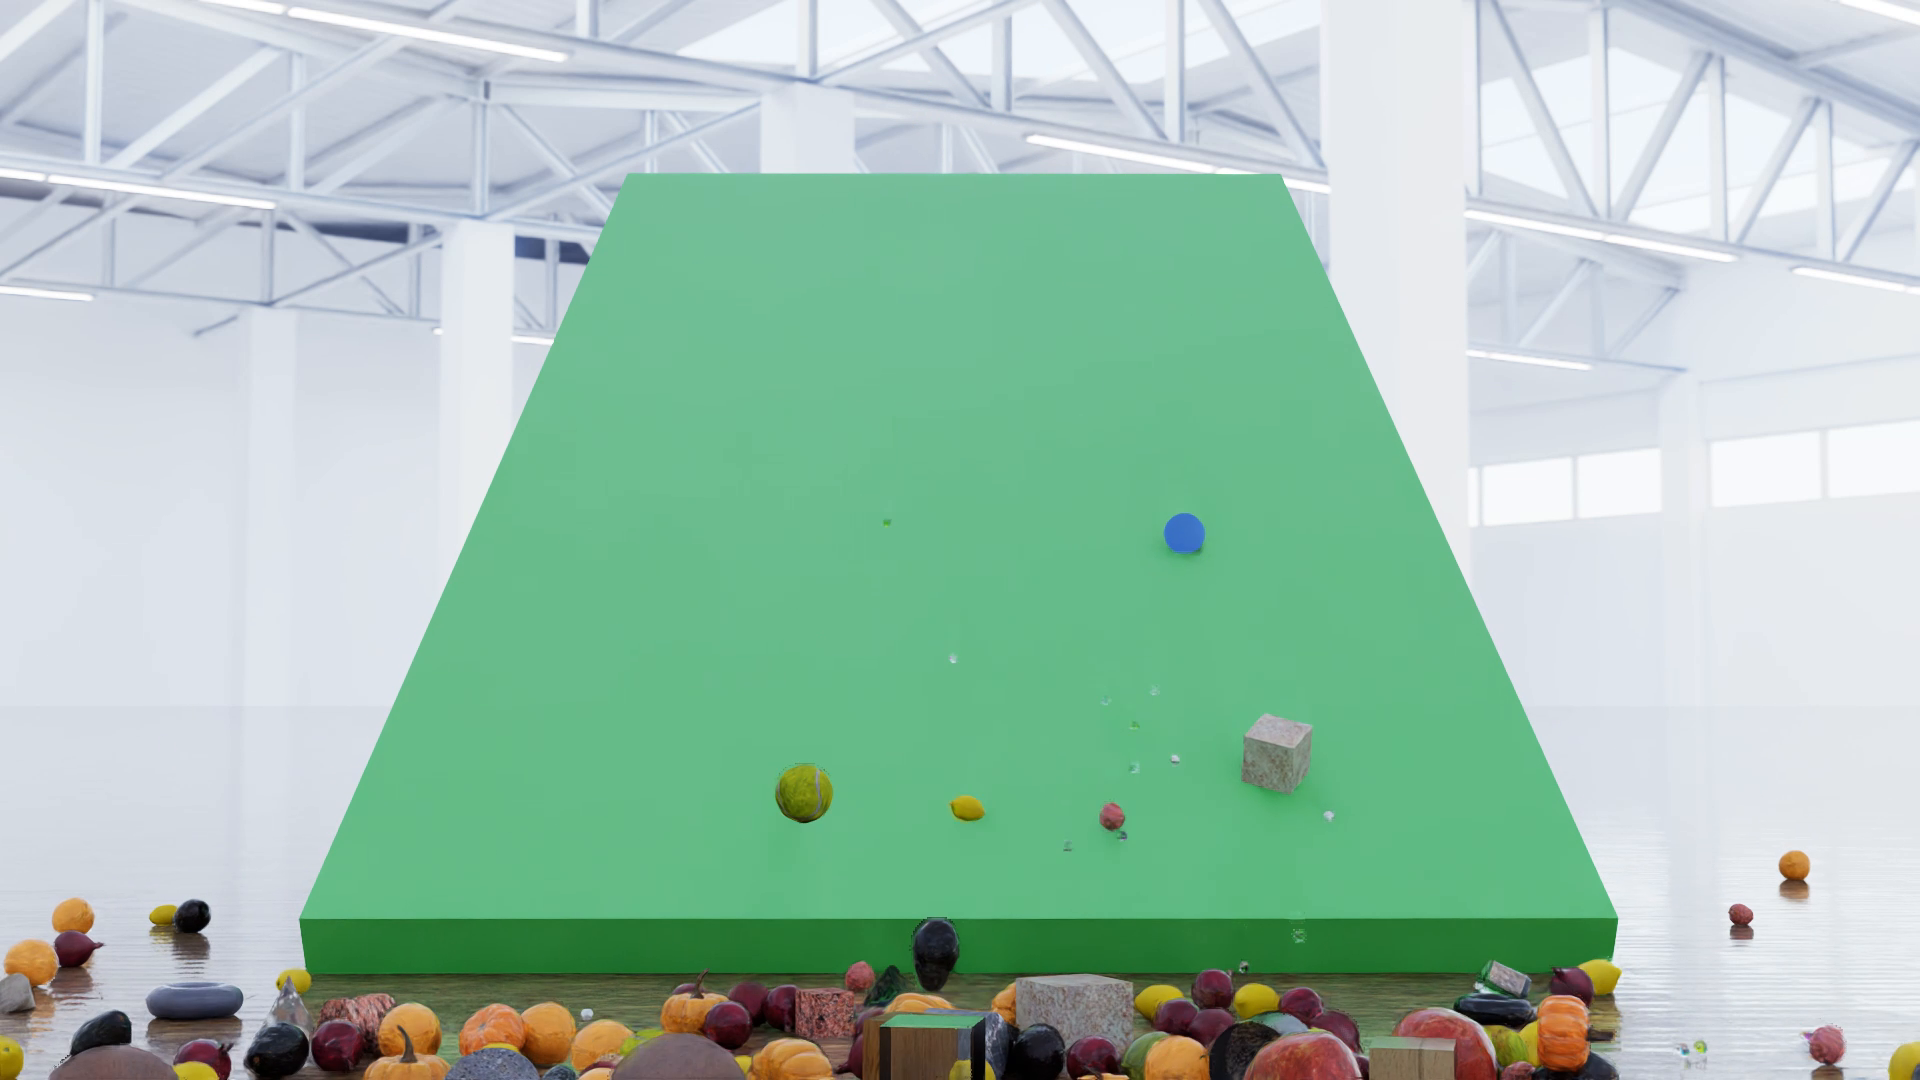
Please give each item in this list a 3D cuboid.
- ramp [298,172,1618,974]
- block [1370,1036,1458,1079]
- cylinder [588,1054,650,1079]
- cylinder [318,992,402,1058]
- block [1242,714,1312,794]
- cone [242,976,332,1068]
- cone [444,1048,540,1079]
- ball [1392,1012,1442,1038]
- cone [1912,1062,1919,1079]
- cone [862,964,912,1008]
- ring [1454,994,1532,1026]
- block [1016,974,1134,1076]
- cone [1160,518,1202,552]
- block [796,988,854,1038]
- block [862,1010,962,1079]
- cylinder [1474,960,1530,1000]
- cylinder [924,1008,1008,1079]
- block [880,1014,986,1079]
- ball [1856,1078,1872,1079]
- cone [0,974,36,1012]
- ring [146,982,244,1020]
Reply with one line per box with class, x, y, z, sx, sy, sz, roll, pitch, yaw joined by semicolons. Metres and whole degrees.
ramp;-0.009;-0.229;5.382;2.000;0.100;4.000;0;25;0
block;0.447;0.536;2.308;0.080;0.080;0.080;-1;-4;14
cylinder;-0.353;0.559;2.419;0.050;0.050;0.050;2;-4;-26
cylinder;-0.710;0.574;2.770;0.069;0.069;0.069;-3;-4;38
block;0.530;0.357;3.912;0.088;0.088;0.088;13;28;25
cone;-0.780;0.555;2.720;0.099;0.099;0.099;0;-4;0
cone;-0.442;0.550;2.246;0.099;0.099;0.099;0;-30;1
ball;0.530;0.577;2.718;0.055;0.055;0.055;0;-4;0
cone;1.019;0.561;2.354;0.085;0.085;0.085;31;-17;-23
cone;-0.108;0.622;3.193;0.065;0.065;0.065;-28;-9;9
ring;0.692;0.610;3.042;0.101;0.034;0.101;1;-4;0
block;0.130;0.553;2.679;0.098;0.098;0.098;2;-4;-28
cone;0.453;-0.012;4.760;0.083;0.083;0.083;-1;13;10
block;-0.170;0.593;2.938;0.054;0.054;0.054;2;-5;-31
block;-0.050;0.550;2.501;0.080;0.080;0.080;-2;-4;26
cylinder;0.722;0.596;3.121;0.055;0.055;0.055;25;-3;2
cylinder;0.001;0.555;2.567;0.079;0.079;0.079;-2;-4;27
block;-0.027;0.535;2.376;0.092;0.092;0.092;-1;-4;10
ball;0.850;0.537;2.195;0.064;0.064;0.064;0;-4;0
cone;-1.267;0.623;3.170;0.056;0.056;0.056;-1;-31;17
ring;-1.015;0.611;3.109;0.124;0.041;0.124;0;-5;0
